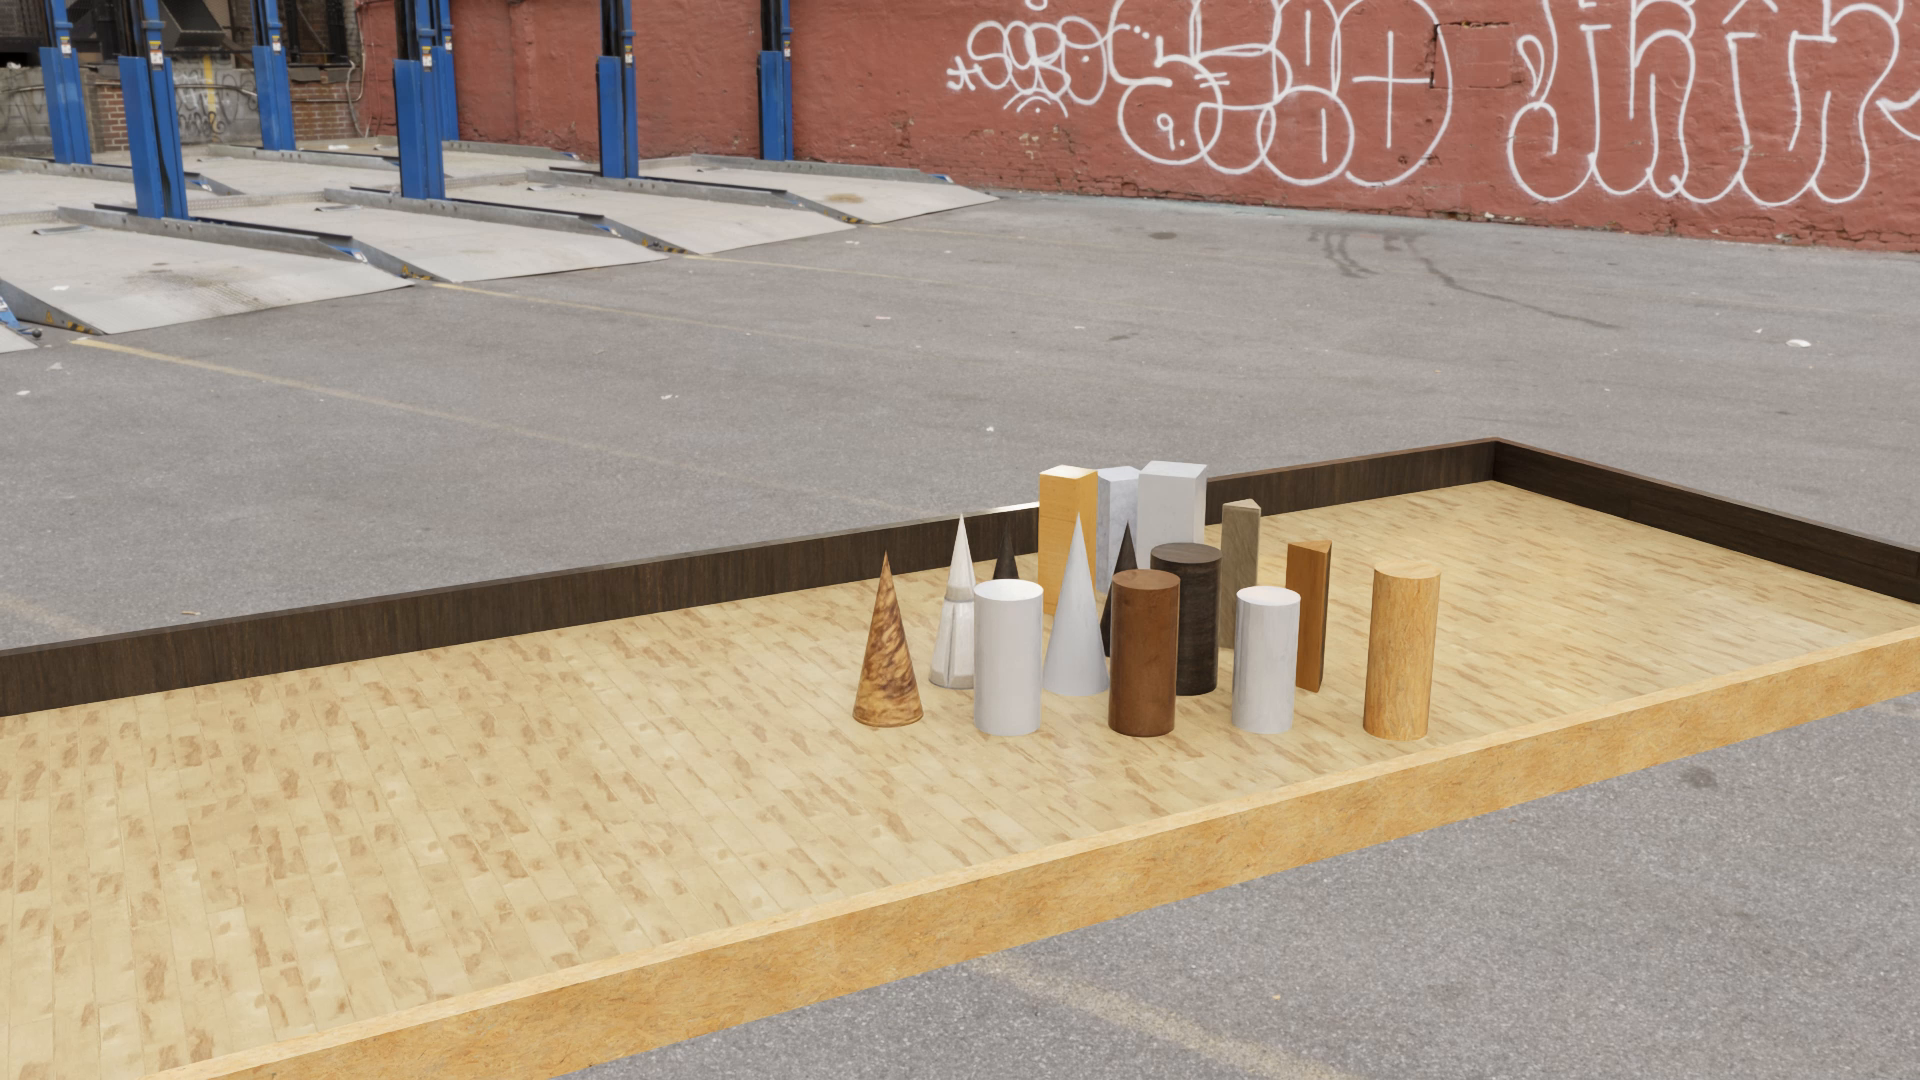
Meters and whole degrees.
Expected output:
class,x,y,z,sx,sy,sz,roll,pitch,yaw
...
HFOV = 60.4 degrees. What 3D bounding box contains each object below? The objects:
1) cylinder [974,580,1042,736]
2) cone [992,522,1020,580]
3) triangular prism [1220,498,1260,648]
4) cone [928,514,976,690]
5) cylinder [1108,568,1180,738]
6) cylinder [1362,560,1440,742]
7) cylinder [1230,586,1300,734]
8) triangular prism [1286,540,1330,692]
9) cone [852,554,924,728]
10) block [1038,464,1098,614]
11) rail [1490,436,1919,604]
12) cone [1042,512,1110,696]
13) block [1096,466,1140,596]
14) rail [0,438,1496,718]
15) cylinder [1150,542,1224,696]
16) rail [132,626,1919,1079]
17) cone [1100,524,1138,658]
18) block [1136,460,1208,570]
class,x,y,z,sx,sy,sz,roll,pitch,yaw
cylinder,0.111,0.273,3.841,0.160,0.330,0.160,0,16,0
cone,0.121,0.117,4.336,0.157,0.349,0.157,0,16,0
triangular prism,0.746,0.090,4.353,0.100,0.392,0.087,8,18,25
cone,0.004,0.137,4.109,0.169,0.439,0.169,0,16,0
cylinder,0.426,0.262,3.828,0.156,0.359,0.156,0,16,0
cylinder,1.016,0.253,3.799,0.146,0.391,0.146,0,16,0
cylinder,0.712,0.279,3.849,0.145,0.314,0.145,0,16,0
triangular prism,0.880,0.183,4.092,0.099,0.361,0.114,-14,22,-40
cone,-0.172,0.220,3.883,0.171,0.409,0.171,0,16,0
block,0.301,0.005,4.624,0.118,0.403,0.118,11,20,33
rail,2.466,-0.048,5.253,0.050,0.150,2.100,-9,18,-27
cone,0.288,0.143,4.072,0.178,0.448,0.178,0,16,0
block,0.466,-0.029,4.845,0.141,0.343,0.141,-7,18,-23
rail,-3.305,0.497,3.399,12.000,0.150,0.050,-9,18,-27
cylinder,0.556,0.195,4.087,0.177,0.341,0.177,0,16,0
rail,-2.336,1.006,1.665,12.000,0.150,0.050,-9,18,-27
cone,0.435,0.118,4.323,0.162,0.355,0.162,0,16,0
block,0.585,0.007,4.583,0.157,0.421,0.157,6,17,19
